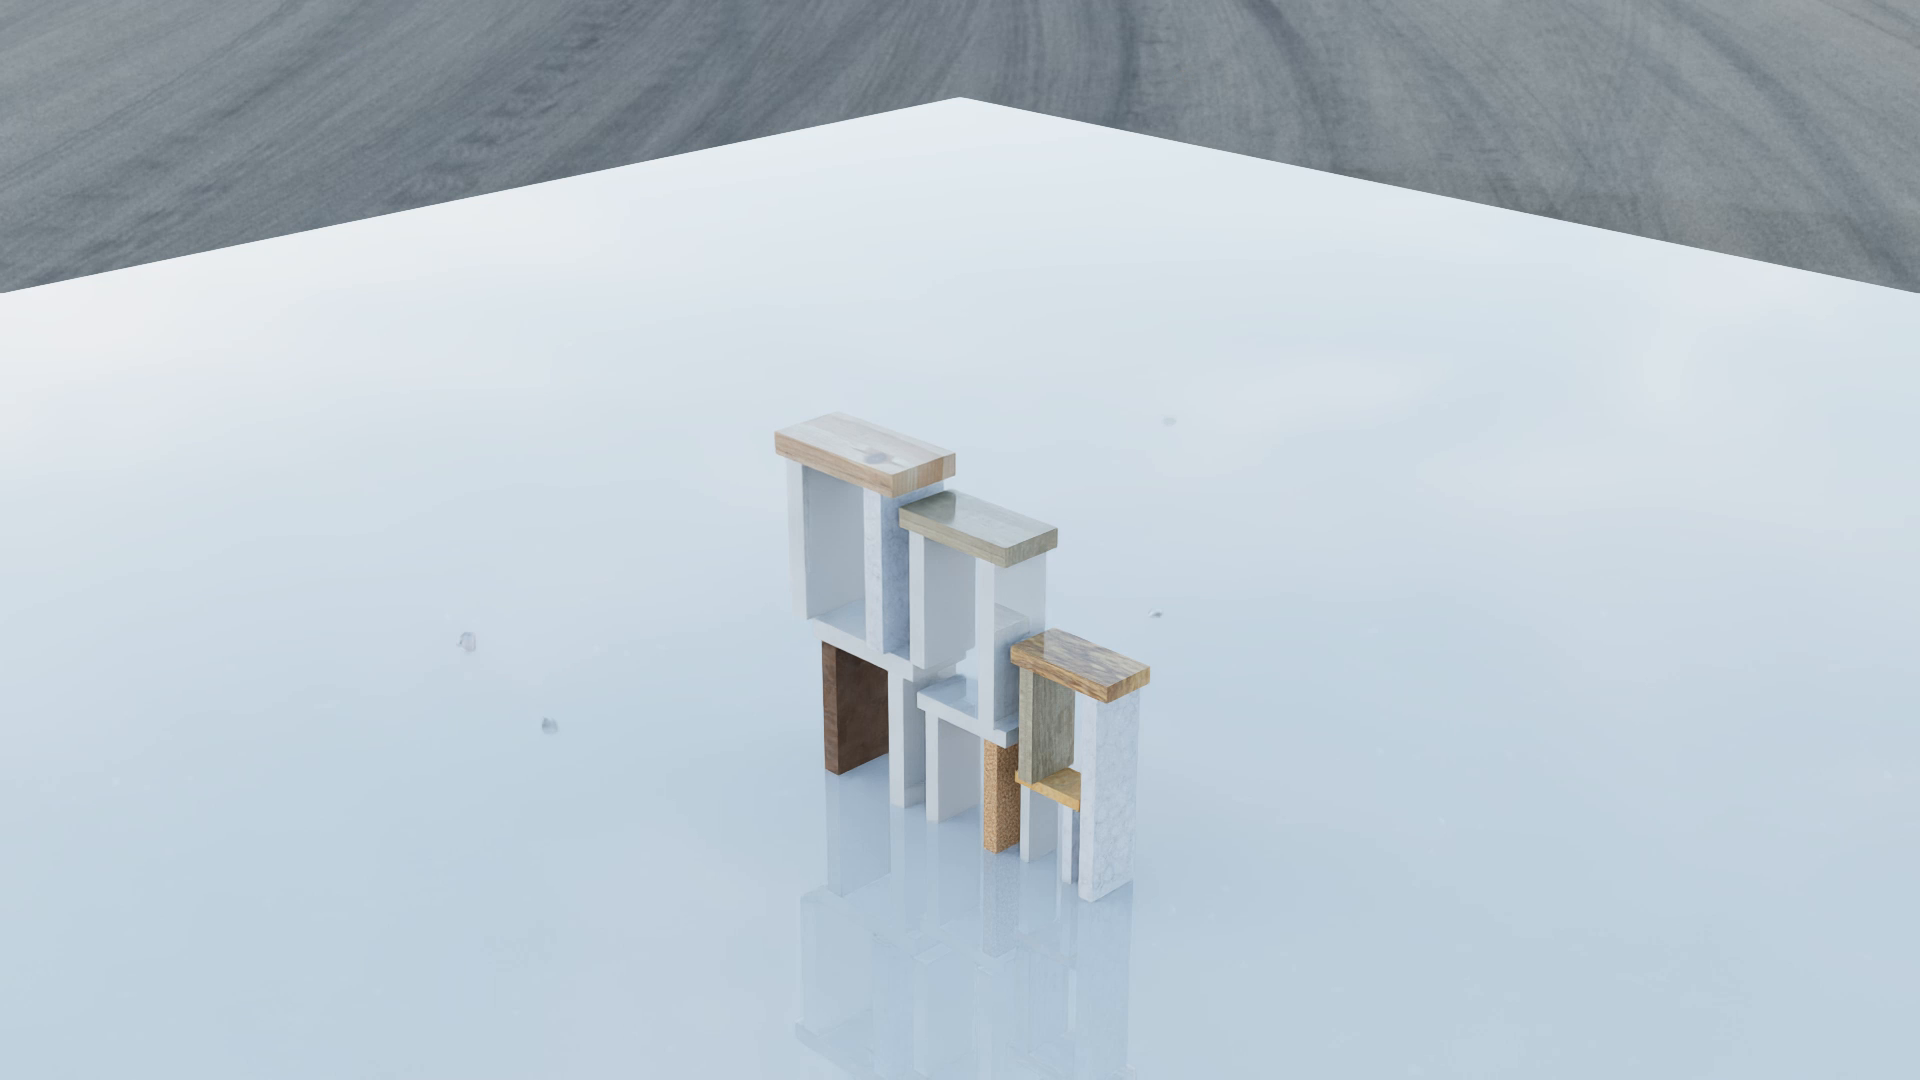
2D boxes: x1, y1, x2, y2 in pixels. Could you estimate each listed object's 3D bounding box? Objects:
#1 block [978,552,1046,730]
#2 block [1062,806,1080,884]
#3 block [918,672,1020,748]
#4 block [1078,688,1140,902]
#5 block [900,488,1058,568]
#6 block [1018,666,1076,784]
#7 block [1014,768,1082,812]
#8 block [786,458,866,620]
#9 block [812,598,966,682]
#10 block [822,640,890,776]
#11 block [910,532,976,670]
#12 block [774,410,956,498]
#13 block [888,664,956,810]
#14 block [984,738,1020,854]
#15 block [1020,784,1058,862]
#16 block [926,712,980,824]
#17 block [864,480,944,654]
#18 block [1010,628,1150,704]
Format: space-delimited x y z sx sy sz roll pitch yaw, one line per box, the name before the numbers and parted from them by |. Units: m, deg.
block | 0.099 0.179 4.185 0.141 0.346 0.040 -21 31 -41
block | 0.233 0.568 4.210 0.023 0.166 0.083 21 31 41
block | 0.044 0.332 4.311 0.243 0.034 0.121 21 31 41
block | 0.279 0.466 4.115 0.034 0.428 0.120 21 31 41
block | 0.033 -0.025 4.171 0.283 0.040 0.141 21 31 41
block | 0.166 0.334 4.182 0.034 0.239 0.120 21 31 41
block | 0.194 0.466 4.209 0.083 0.023 0.166 -21 31 -41
block | -0.271 -0.024 4.506 0.171 0.342 0.048 -21 31 -41
block | -0.145 0.199 4.473 0.149 0.042 0.299 -21 31 -41
block | -0.216 0.329 4.603 0.149 0.299 0.042 -21 31 -41
block | -0.033 0.098 4.295 0.141 0.283 0.040 -21 31 -41
block | -0.190 -0.172 4.356 0.342 0.048 0.171 21 31 41
block | -0.075 0.384 4.474 0.149 0.299 0.042 -21 31 -41
block | 0.102 0.482 4.313 0.122 0.243 0.034 -21 31 -41
block | 0.155 0.538 4.282 0.023 0.166 0.083 21 31 41
block | -0.013 0.438 4.418 0.034 0.243 0.122 21 31 41
block | -0.109 0.039 4.357 0.171 0.342 0.048 -21 31 -41
block | 0.222 0.231 4.077 0.239 0.034 0.120 21 31 41
